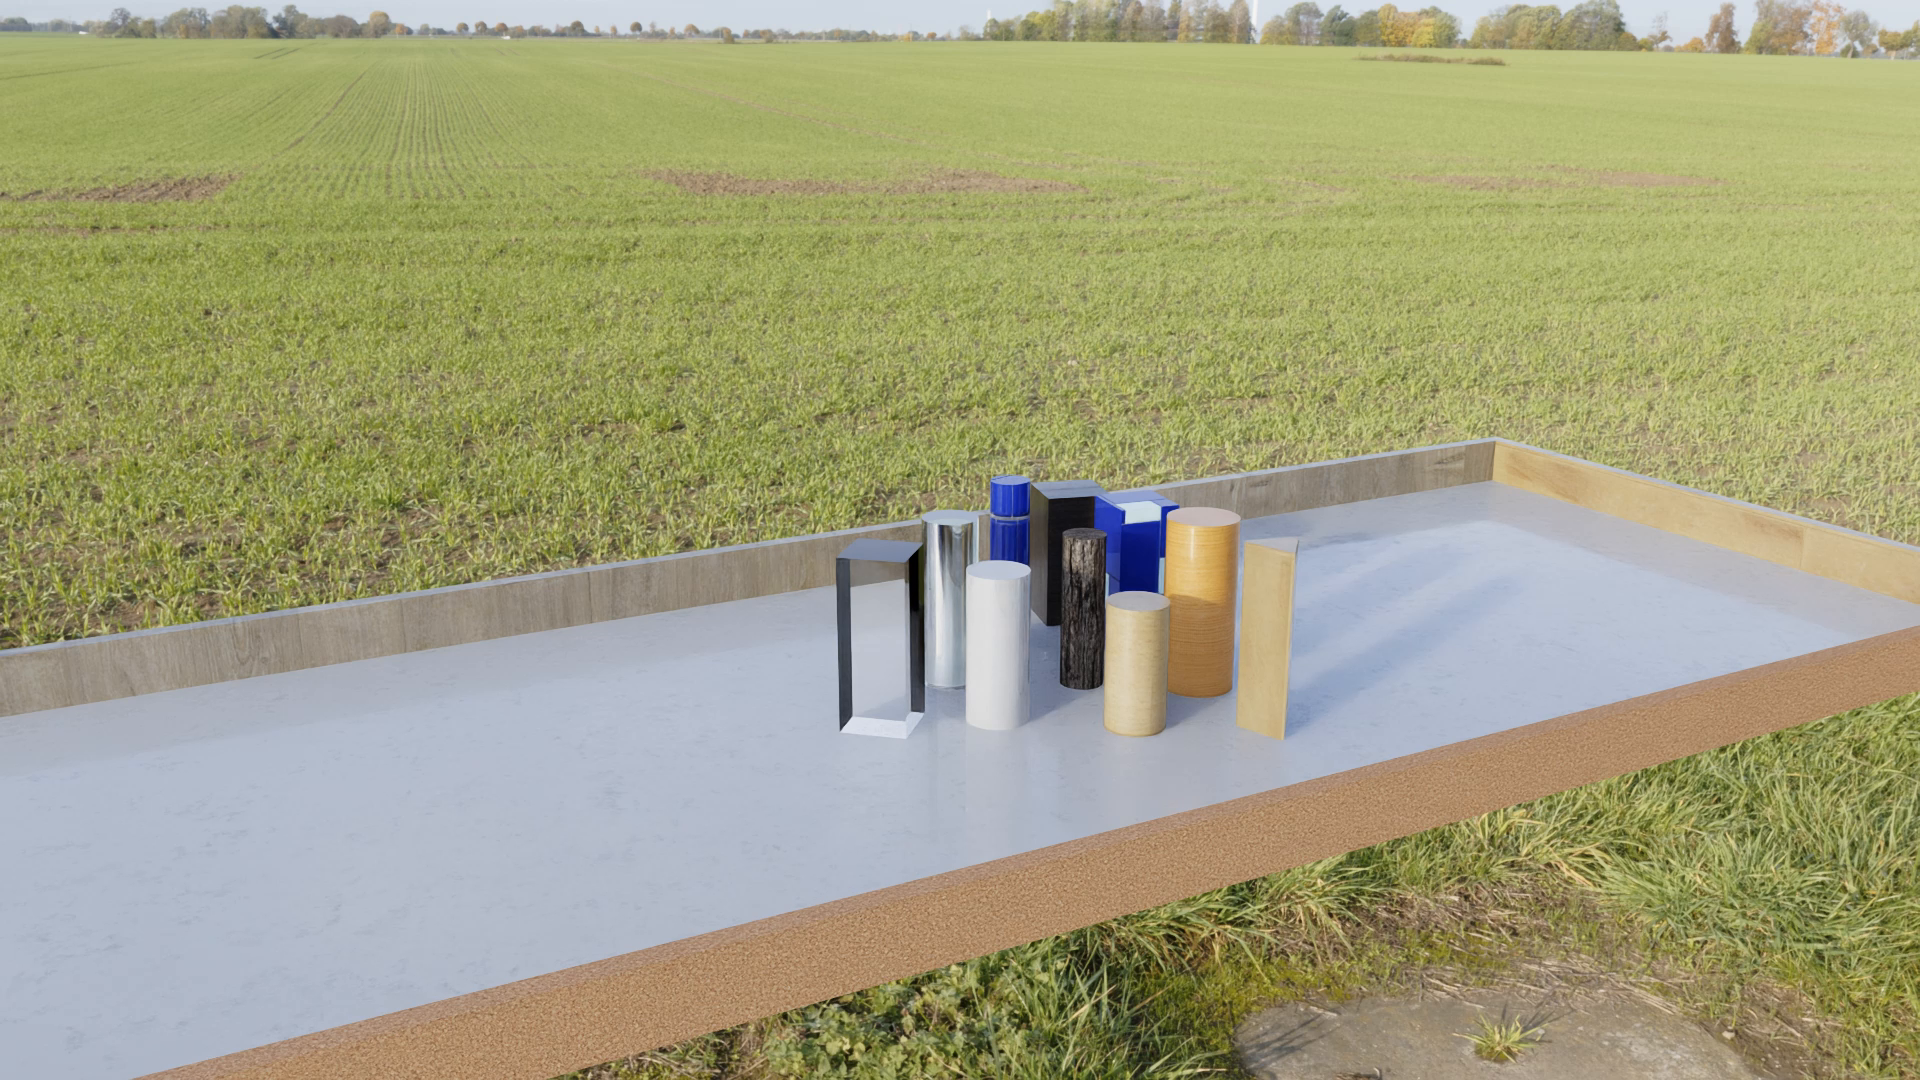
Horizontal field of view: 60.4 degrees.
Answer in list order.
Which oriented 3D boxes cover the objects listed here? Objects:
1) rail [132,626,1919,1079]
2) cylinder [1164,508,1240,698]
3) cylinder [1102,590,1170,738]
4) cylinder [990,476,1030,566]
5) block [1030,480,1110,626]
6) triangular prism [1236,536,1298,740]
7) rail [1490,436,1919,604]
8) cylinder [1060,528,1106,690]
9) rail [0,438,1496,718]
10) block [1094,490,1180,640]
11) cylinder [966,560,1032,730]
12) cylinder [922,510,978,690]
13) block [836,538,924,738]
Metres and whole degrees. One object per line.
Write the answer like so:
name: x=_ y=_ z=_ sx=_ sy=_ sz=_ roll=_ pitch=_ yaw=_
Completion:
rail: x=-2.336 y=1.006 z=1.665 sx=12.000 sy=0.150 sz=0.050 roll=-9 pitch=18 yaw=-27
cylinder: x=0.591 y=0.152 z=4.063 sx=0.179 sy=0.436 sz=0.179 roll=0 pitch=16 yaw=0
cylinder: x=0.410 y=0.287 z=3.833 sx=0.148 sy=0.307 sz=0.148 roll=0 pitch=16 yaw=0
cylinder: x=0.130 y=0.063 z=4.330 sx=0.104 sy=0.456 sz=0.104 roll=0 pitch=16 yaw=0
block: x=0.304 y=0.033 z=4.596 sx=0.179 sy=0.364 sz=0.179 roll=-4 pitch=17 yaw=-13
triangular prism: x=0.735 y=0.220 z=3.809 sx=0.131 sy=0.450 sz=0.114 roll=16 pitch=23 yaw=43
rail: x=2.466 y=-0.048 z=5.253 sx=0.050 sy=0.150 sz=2.100 roll=-9 pitch=18 yaw=-27
cylinder: x=0.305 y=0.171 z=4.088 sx=0.109 sy=0.387 sz=0.109 roll=0 pitch=16 yaw=0
rail: x=-3.305 y=0.497 z=3.399 sx=12.000 sy=0.150 sz=0.050 roll=-9 pitch=18 yaw=-27
block: x=0.457 y=0.091 z=4.328 sx=0.162 sy=0.405 sz=0.162 roll=-6 pitch=17 yaw=-19
cylinder: x=0.089 y=0.246 z=3.866 sx=0.151 sy=0.368 sz=0.151 roll=0 pitch=16 yaw=0
cylinder: x=-0.024 y=0.149 z=4.093 sx=0.141 sy=0.426 sz=0.141 roll=0 pitch=16 yaw=0
block: x=-0.182 y=0.227 z=3.830 sx=0.161 sy=0.425 sz=0.161 roll=4 pitch=17 yaw=14
